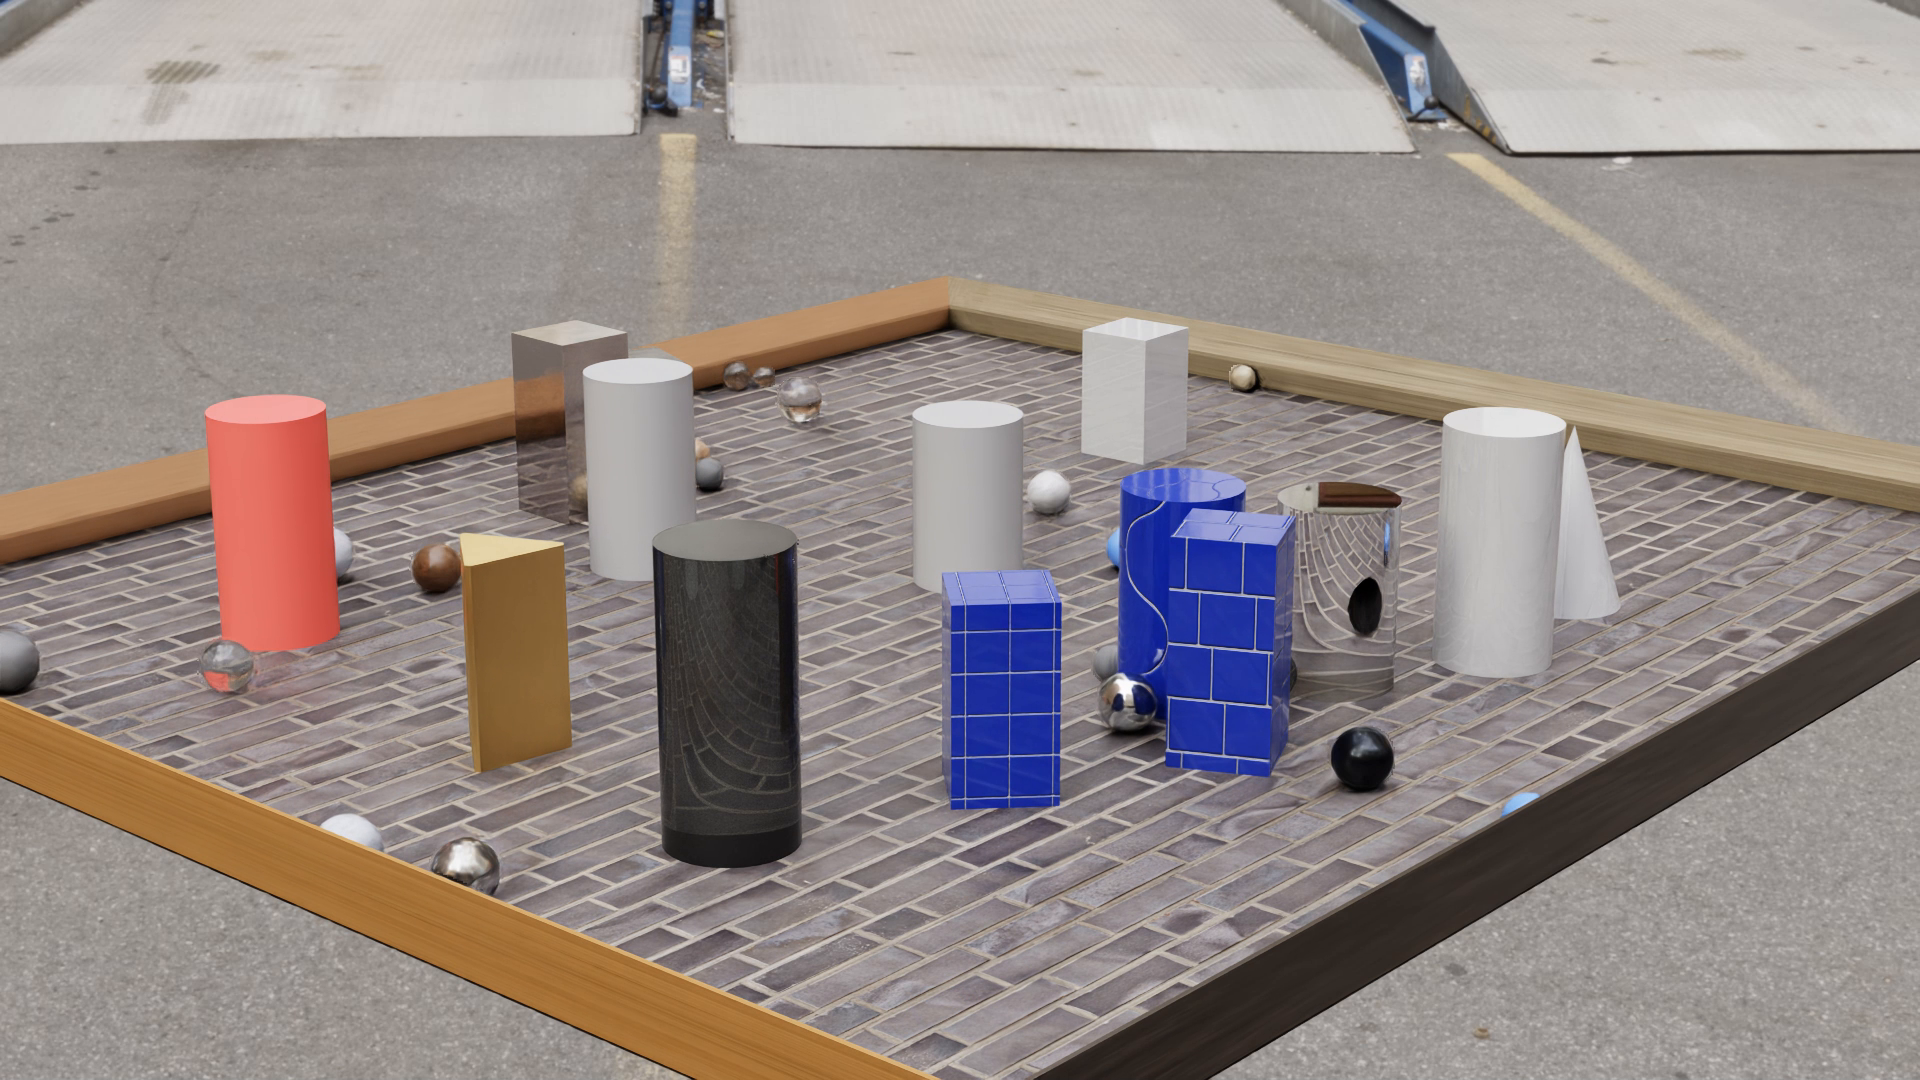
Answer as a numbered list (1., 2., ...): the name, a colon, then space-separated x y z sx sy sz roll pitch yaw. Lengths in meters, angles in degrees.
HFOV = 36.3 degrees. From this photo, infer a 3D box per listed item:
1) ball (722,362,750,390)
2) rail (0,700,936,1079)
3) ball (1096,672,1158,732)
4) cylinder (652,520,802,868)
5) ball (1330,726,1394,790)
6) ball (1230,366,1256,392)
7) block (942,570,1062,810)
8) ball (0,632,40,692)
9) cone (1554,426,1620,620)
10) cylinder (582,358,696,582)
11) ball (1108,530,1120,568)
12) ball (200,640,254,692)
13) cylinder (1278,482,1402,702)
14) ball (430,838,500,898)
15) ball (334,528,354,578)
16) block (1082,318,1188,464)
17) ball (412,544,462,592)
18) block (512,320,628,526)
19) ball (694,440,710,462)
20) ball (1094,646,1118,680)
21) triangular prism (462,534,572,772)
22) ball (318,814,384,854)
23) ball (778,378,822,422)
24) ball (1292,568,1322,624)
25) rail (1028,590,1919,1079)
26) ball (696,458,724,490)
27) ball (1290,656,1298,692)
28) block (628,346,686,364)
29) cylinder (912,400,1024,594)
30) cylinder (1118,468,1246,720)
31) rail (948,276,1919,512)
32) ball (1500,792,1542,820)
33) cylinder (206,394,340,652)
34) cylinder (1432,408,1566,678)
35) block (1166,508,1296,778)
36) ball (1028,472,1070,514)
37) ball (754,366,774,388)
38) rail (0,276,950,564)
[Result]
1. ball: -0.499 -0.366 6.554 0.062 0.062 0.062 0 17 0
2. rail: -1.026 0.373 3.989 2.838 0.126 0.045 14 22 39
3. ball: 0.255 0.247 4.468 0.093 0.093 0.093 0 17 0
4. cylinder: -0.316 0.208 4.003 0.194 0.436 0.194 0 17 0
5. ball: 0.582 0.315 4.244 0.091 0.091 0.091 0 17 0
6. ball: 0.633 -0.361 6.543 0.057 0.057 0.057 0 17 0
7. block: 0.058 0.213 4.211 0.155 0.306 0.155 -1 17 -5
8. ball: -1.506 0.193 4.639 0.097 0.097 0.097 0 17 0
9. cone: 1.048 -0.044 5.046 0.194 0.317 0.194 0 17 0
10. cylinder: -0.571 -0.128 5.246 0.194 0.360 0.194 0 17 0
11. ball: 0.303 0.015 5.262 0.078 0.078 0.078 0 17 0
12. ball: -1.162 0.199 4.644 0.083 0.083 0.083 0 17 0
13. cylinder: 0.597 0.081 4.651 0.194 0.305 0.194 0 17 0
14. ball: -0.648 0.436 3.843 0.091 0.091 0.091 0 17 0
15. ball: -1.125 0.025 5.197 0.097 0.097 0.097 0 17 0
16. block: 0.359 -0.307 6.019 0.155 0.258 0.155 13 21 36
17. ball: -0.917 0.048 5.139 0.086 0.086 0.086 0 17 0
18. block: -0.738 -0.225 5.591 0.155 0.348 0.155 16 23 42
19. ball: -0.535 -0.172 5.908 0.062 0.062 0.062 0 17 0
20. ball: 0.243 0.198 4.690 0.059 0.059 0.059 0 17 0
21. triangular prism: -0.695 0.158 4.372 0.168 0.318 0.146 -14 22 -40
22. ball: -0.817 0.414 3.908 0.097 0.097 0.097 0 17 0
23. ball: -0.342 -0.298 6.274 0.094 0.094 0.094 0 17 0
24. ball: 0.567 0.095 4.968 0.095 0.095 0.095 0 17 0
25. rail: 1.054 0.296 4.244 0.045 0.126 3.176 14 22 39
26. ball: -0.495 -0.130 5.769 0.063 0.063 0.063 0 17 0
27. ball: 0.485 0.209 4.600 0.088 0.088 0.088 0 17 0
28. block: -0.644 -0.241 5.820 0.155 0.245 0.155 -8 19 -26
29. cylinder: 0.014 -0.076 5.174 0.194 0.302 0.194 0 17 0
30. cylinder: 0.344 0.083 4.567 0.194 0.350 0.194 0 17 0
31. rail: 1.026 -0.310 6.251 2.838 0.126 0.045 14 22 39
32. ball: 0.783 0.386 4.032 0.077 0.077 0.077 0 17 0
33. cylinder: -1.141 -0.030 4.874 0.194 0.387 0.194 0 17 0
34. cylinder: 0.871 0.002 4.747 0.194 0.400 0.194 0 17 0
35. block: 0.400 0.150 4.336 0.155 0.354 0.155 5 17 16
36. ball: 0.169 -0.090 5.603 0.082 0.082 0.082 0 17 0
37. ball: -0.440 -0.366 6.579 0.046 0.046 0.046 0 17 0
38. rail: -1.054 -0.233 5.996 0.045 0.126 3.176 14 22 39
